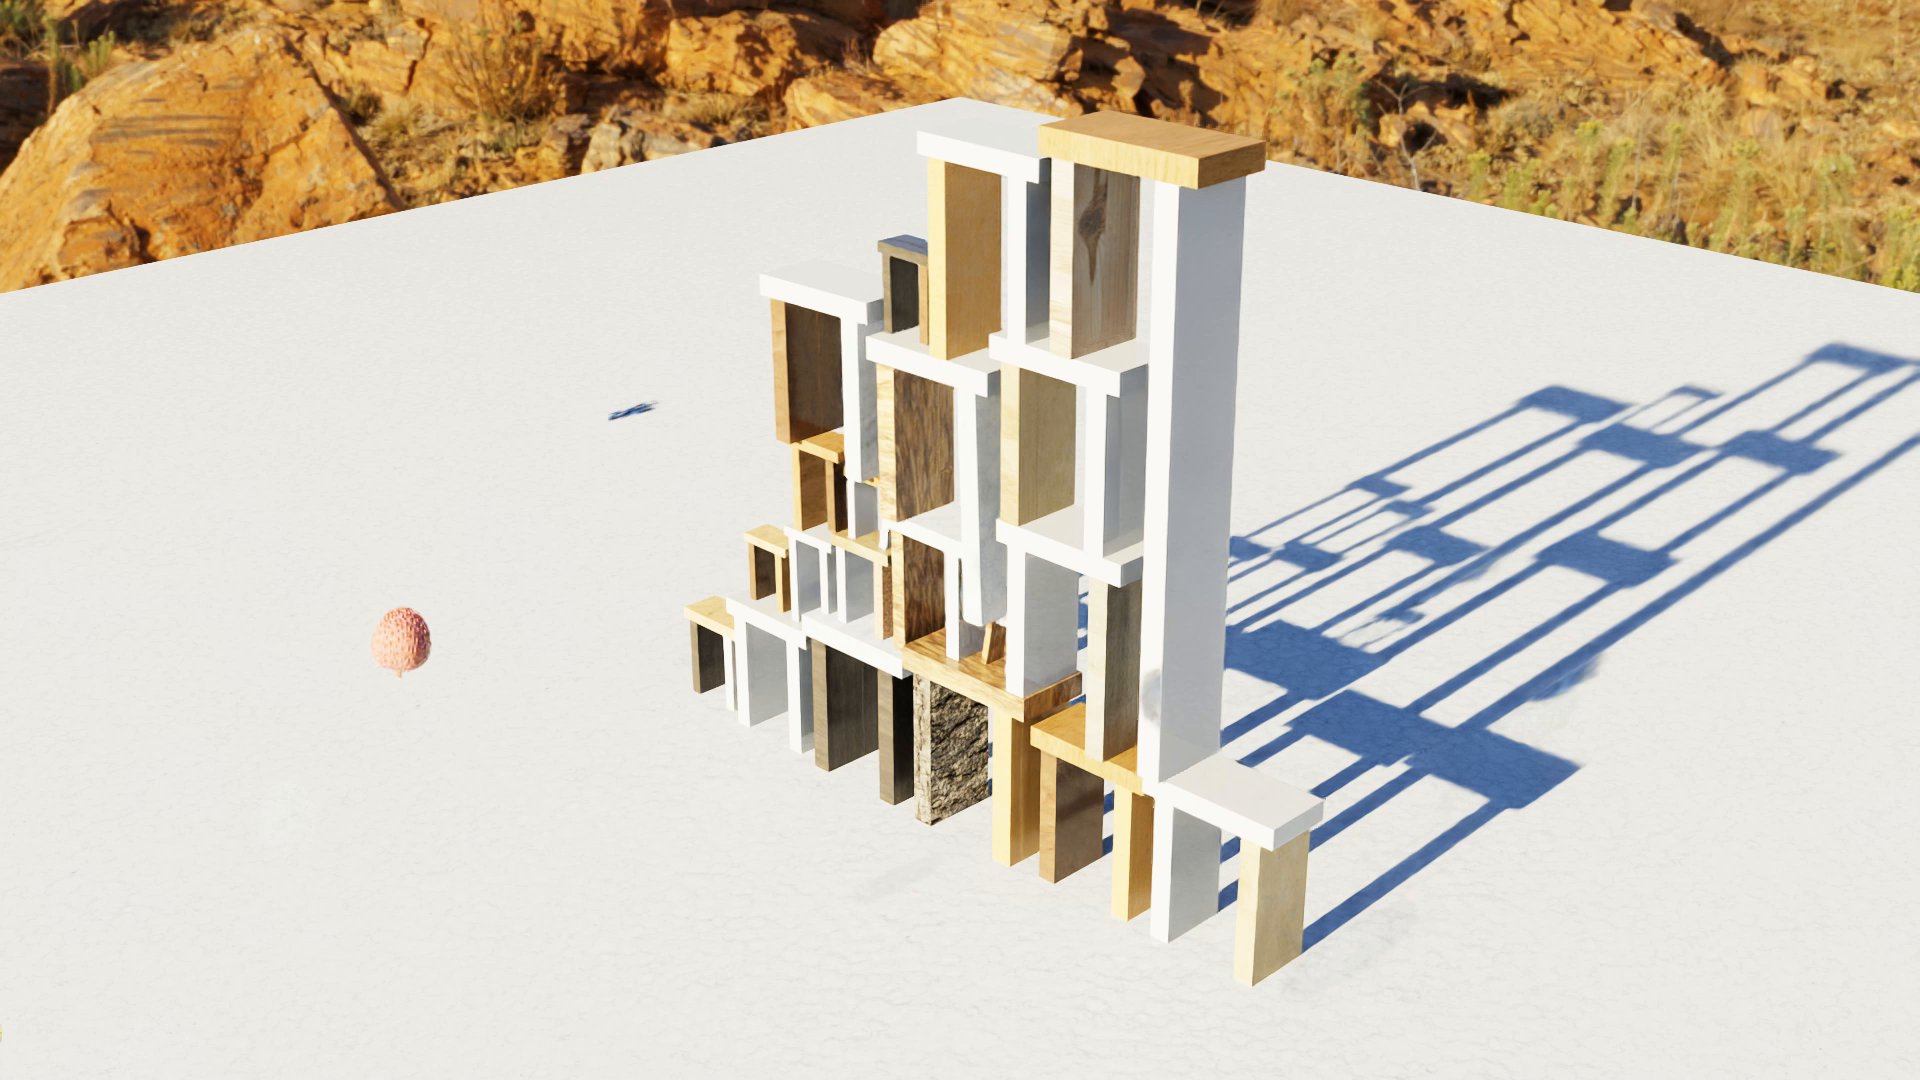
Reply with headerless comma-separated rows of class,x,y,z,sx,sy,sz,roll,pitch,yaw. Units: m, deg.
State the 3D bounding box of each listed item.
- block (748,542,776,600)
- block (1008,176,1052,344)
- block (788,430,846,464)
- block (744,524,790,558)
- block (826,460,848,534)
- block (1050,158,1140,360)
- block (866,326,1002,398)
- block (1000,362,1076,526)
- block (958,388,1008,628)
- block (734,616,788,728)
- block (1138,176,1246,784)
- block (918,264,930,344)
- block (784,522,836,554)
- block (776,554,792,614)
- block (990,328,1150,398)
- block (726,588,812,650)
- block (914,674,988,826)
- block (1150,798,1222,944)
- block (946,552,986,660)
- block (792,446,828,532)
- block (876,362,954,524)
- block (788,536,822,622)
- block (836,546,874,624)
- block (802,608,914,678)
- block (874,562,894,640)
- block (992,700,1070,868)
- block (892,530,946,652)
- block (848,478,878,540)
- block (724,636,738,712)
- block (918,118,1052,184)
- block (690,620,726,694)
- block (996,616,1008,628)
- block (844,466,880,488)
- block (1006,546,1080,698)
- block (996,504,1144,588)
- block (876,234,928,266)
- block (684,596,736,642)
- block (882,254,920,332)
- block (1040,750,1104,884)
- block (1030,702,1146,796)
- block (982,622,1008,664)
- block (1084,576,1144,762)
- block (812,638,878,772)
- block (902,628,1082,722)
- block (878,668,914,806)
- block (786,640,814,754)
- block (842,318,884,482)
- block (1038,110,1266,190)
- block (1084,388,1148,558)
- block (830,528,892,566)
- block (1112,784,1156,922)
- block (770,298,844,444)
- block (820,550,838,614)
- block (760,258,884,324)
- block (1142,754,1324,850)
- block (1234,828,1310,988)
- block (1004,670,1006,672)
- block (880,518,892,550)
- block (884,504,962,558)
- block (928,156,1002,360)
block,-0.420,0.058,4.705,0.066,0.131,0.019,-22,32,-40
block,0.149,-0.500,3.840,0.146,0.292,0.041,-22,31,-40
block,-0.270,-0.194,4.436,0.077,0.022,0.155,-22,31,-40
block,-0.389,0.001,4.647,0.131,0.019,0.066,22,32,40
block,-0.233,-0.099,4.438,0.022,0.155,0.077,20,30,41
block,0.232,-0.495,3.761,0.171,0.343,0.049,-21,31,-40
block,-0.009,-0.341,4.088,0.314,0.044,0.157,21,31,40
block,0.143,-0.191,3.986,0.153,0.305,0.043,-22,31,-40
block,0.073,-0.078,4.114,0.044,0.461,0.157,19,30,41
block,-0.426,0.268,4.800,0.036,0.257,0.128,21,31,41
block,0.392,-0.094,3.752,0.171,1.077,0.049,-21,31,-40
block,-0.042,-0.443,4.079,0.021,0.149,0.074,20,30,41
block,-0.288,-0.011,4.524,0.142,0.020,0.071,21,31,40
block,-0.358,0.082,4.649,0.066,0.131,0.019,-22,32,-40
block,0.214,-0.324,3.851,0.153,0.043,0.305,-22,31,-40
block,-0.366,0.157,4.687,0.128,0.036,0.257,-22,32,-40
block,-0.017,0.394,4.411,0.047,0.328,0.164,21,31,41
block,0.416,0.579,4.024,0.041,0.291,0.145,21,31,41
block,0.025,0.112,4.251,0.112,0.223,0.032,-21,31,-41
block,-0.306,-0.115,4.510,0.022,0.182,0.077,21,31,41
block,-0.083,-0.204,4.226,0.157,0.314,0.044,-22,31,-40
block,-0.321,0.073,4.596,0.071,0.190,0.020,-22,31,-40
block,-0.212,0.080,4.486,0.023,0.166,0.083,21,31,41
block,-0.167,0.194,4.485,0.149,0.042,0.299,-21,31,-40
block,-0.133,0.111,4.415,0.083,0.166,0.023,-21,31,-40
block,0.138,0.455,4.269,0.047,0.328,0.164,21,31,41
block,-0.082,0.086,4.354,0.112,0.257,0.032,-22,31,-40
block,-0.195,-0.072,4.409,0.018,0.129,0.064,21,31,40
block,-0.478,0.282,4.869,0.025,0.177,0.089,21,31,41
block,0.079,-0.681,3.837,0.292,0.041,0.146,22,32,40
block,-0.561,0.249,4.946,0.025,0.177,0.089,21,31,41
block,0.095,0.149,4.185,0.094,0.013,0.047,19,29,41
block,-0.163,-0.129,4.353,0.129,0.018,0.064,19,30,39
block,0.155,0.131,4.107,0.042,0.300,0.150,21,31,41
block,0.226,0.002,3.975,0.150,0.042,0.300,-22,31,-40
block,-0.076,-0.537,4.080,0.148,0.021,0.074,22,31,40
block,-0.519,0.173,4.868,0.177,0.025,0.089,21,31,41
block,-0.111,-0.471,4.144,0.074,0.149,0.021,-21,29,-41
block,0.215,0.507,4.212,0.039,0.277,0.139,21,31,41
block,0.280,0.386,4.090,0.277,0.039,0.139,21,31,41
block,0.068,0.190,4.230,0.047,0.094,0.013,-21,40,-41
block,0.297,0.214,3.988,0.042,0.358,0.150,21,31,41
block,-0.238,0.324,4.616,0.042,0.299,0.149,21,31,41
block,0.061,0.252,4.267,0.328,0.047,0.164,21,31,41
block,-0.097,0.378,4.486,0.149,0.299,0.042,-21,31,-41
block,-0.305,0.316,4.689,0.036,0.257,0.128,21,31,41
block,-0.159,-0.289,4.288,0.042,0.328,0.149,20,30,40
block,0.312,-0.644,3.610,0.171,0.049,0.343,-22,31,-40
block,0.287,-0.136,3.853,0.043,0.305,0.153,21,31,41
block,-0.173,0.008,4.414,0.166,0.023,0.083,21,31,41
block,0.346,0.558,4.092,0.039,0.277,0.139,21,31,41
block,-0.304,-0.355,4.406,0.042,0.298,0.149,21,31,40
block,-0.254,0.076,4.526,0.071,0.142,0.020,-22,31,-40
block,-0.234,-0.486,4.277,0.298,0.042,0.149,20,30,39
block,0.482,0.453,3.895,0.291,0.041,0.145,21,31,40
block,0.553,0.633,3.898,0.041,0.291,0.145,21,31,41
block,0.116,0.209,4.186,0.047,0.095,0.013,-21,46,-41
block,-0.127,-0.049,4.353,0.018,0.129,0.064,26,33,30
block,-0.032,-0.026,4.248,0.112,0.032,0.223,-21,31,-39
block,0.010,-0.520,3.981,0.041,0.369,0.146,21,31,40
